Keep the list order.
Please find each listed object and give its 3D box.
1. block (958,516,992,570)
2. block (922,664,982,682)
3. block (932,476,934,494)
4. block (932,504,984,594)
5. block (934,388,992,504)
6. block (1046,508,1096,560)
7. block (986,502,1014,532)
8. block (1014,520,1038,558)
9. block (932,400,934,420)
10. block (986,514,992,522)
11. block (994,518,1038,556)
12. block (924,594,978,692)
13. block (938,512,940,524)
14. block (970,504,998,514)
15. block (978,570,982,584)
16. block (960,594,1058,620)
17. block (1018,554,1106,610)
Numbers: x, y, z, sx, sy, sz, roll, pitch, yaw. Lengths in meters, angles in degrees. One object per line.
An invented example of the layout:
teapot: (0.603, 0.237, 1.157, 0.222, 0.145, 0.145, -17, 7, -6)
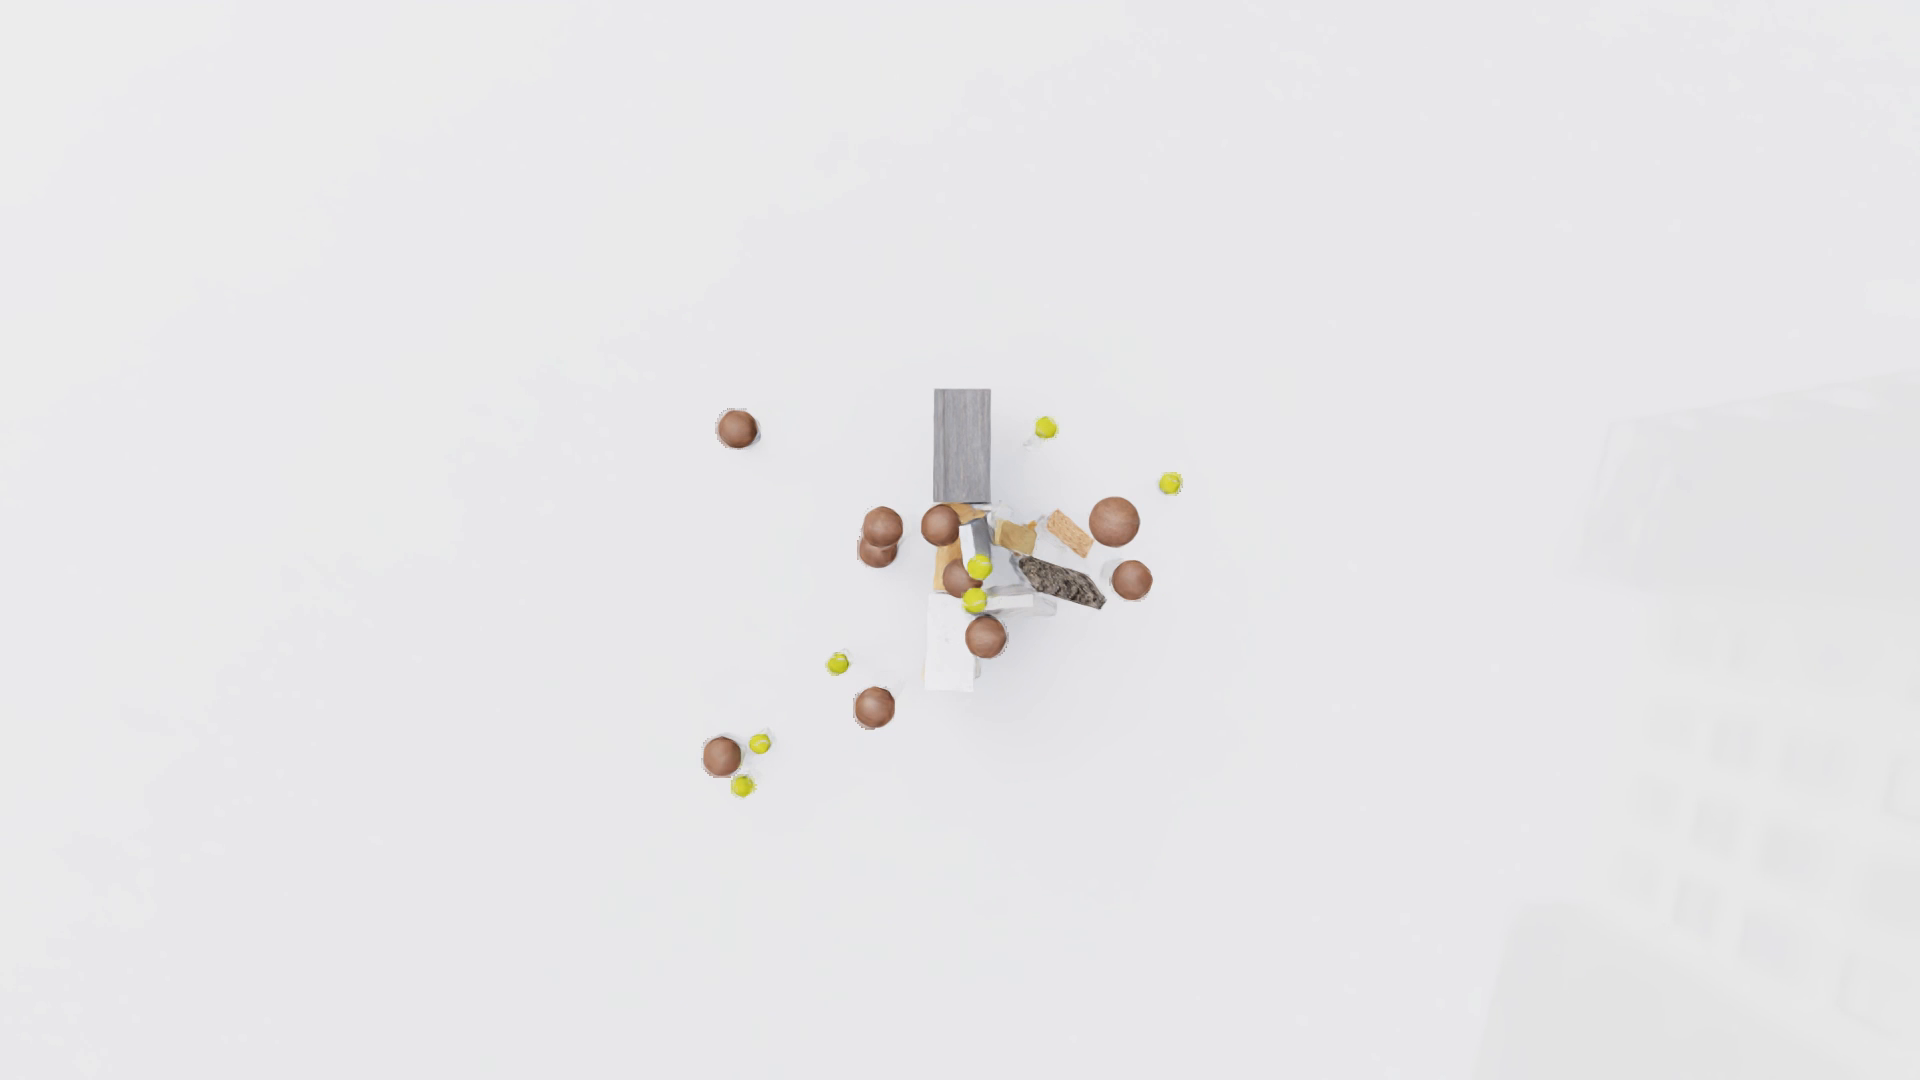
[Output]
block: (0.049, 0.008, 5.033, 0.038, 0.289, 0.133, -7, 94, 11)
block: (-0.024, 0.428, 5.340, 0.149, 0.299, 0.042, -1, 87, 9)
block: (0.002, -0.175, 5.324, 0.176, 0.353, 0.050, 0, 90, 0)
block: (-0.003, 0.023, 5.202, 0.139, 0.039, 0.278, 5, 90, 0)
block: (0.007, -0.291, 5.122, 0.176, 0.050, 0.353, 0, 90, 0)
block: (0.338, -0.019, 5.047, 0.156, 0.022, 0.078, 40, 46, -10)
block: (0.126, -0.067, 5.098, 0.046, 0.013, 0.092, 43, 70, -22)
block: (0.206, -0.003, 5.207, 0.022, 0.156, 0.078, 32, 73, 6)
block: (0.002, -0.412, 5.323, 0.176, 0.353, 0.050, 0, 90, 0)
block: (0.093, -0.061, 5.137, 0.013, 0.092, 0.046, -8, 90, 1)
block: (0.170, -0.007, 5.069, 0.156, 0.022, 0.078, 20, 78, -42)
block: (-0.028, 0.322, 5.169, 0.149, 0.042, 0.299, 2, 88, 5)
block: (0.002, -0.066, 5.361, 0.139, 0.278, 0.039, 0, 90, 0)
block: (0.082, -0.097, 5.132, 0.046, 0.092, 0.013, 19, 86, -41)
block: (0.002, 0.120, 5.361, 0.139, 0.278, 0.039, 0, 90, 0)
block: (0.150, 0.206, 5.038, 0.265, 0.133, 0.038, -6, 73, 37)
block: (0.312, 0.130, 5.025, 0.266, 0.133, 0.038, 17, 116, -36)
